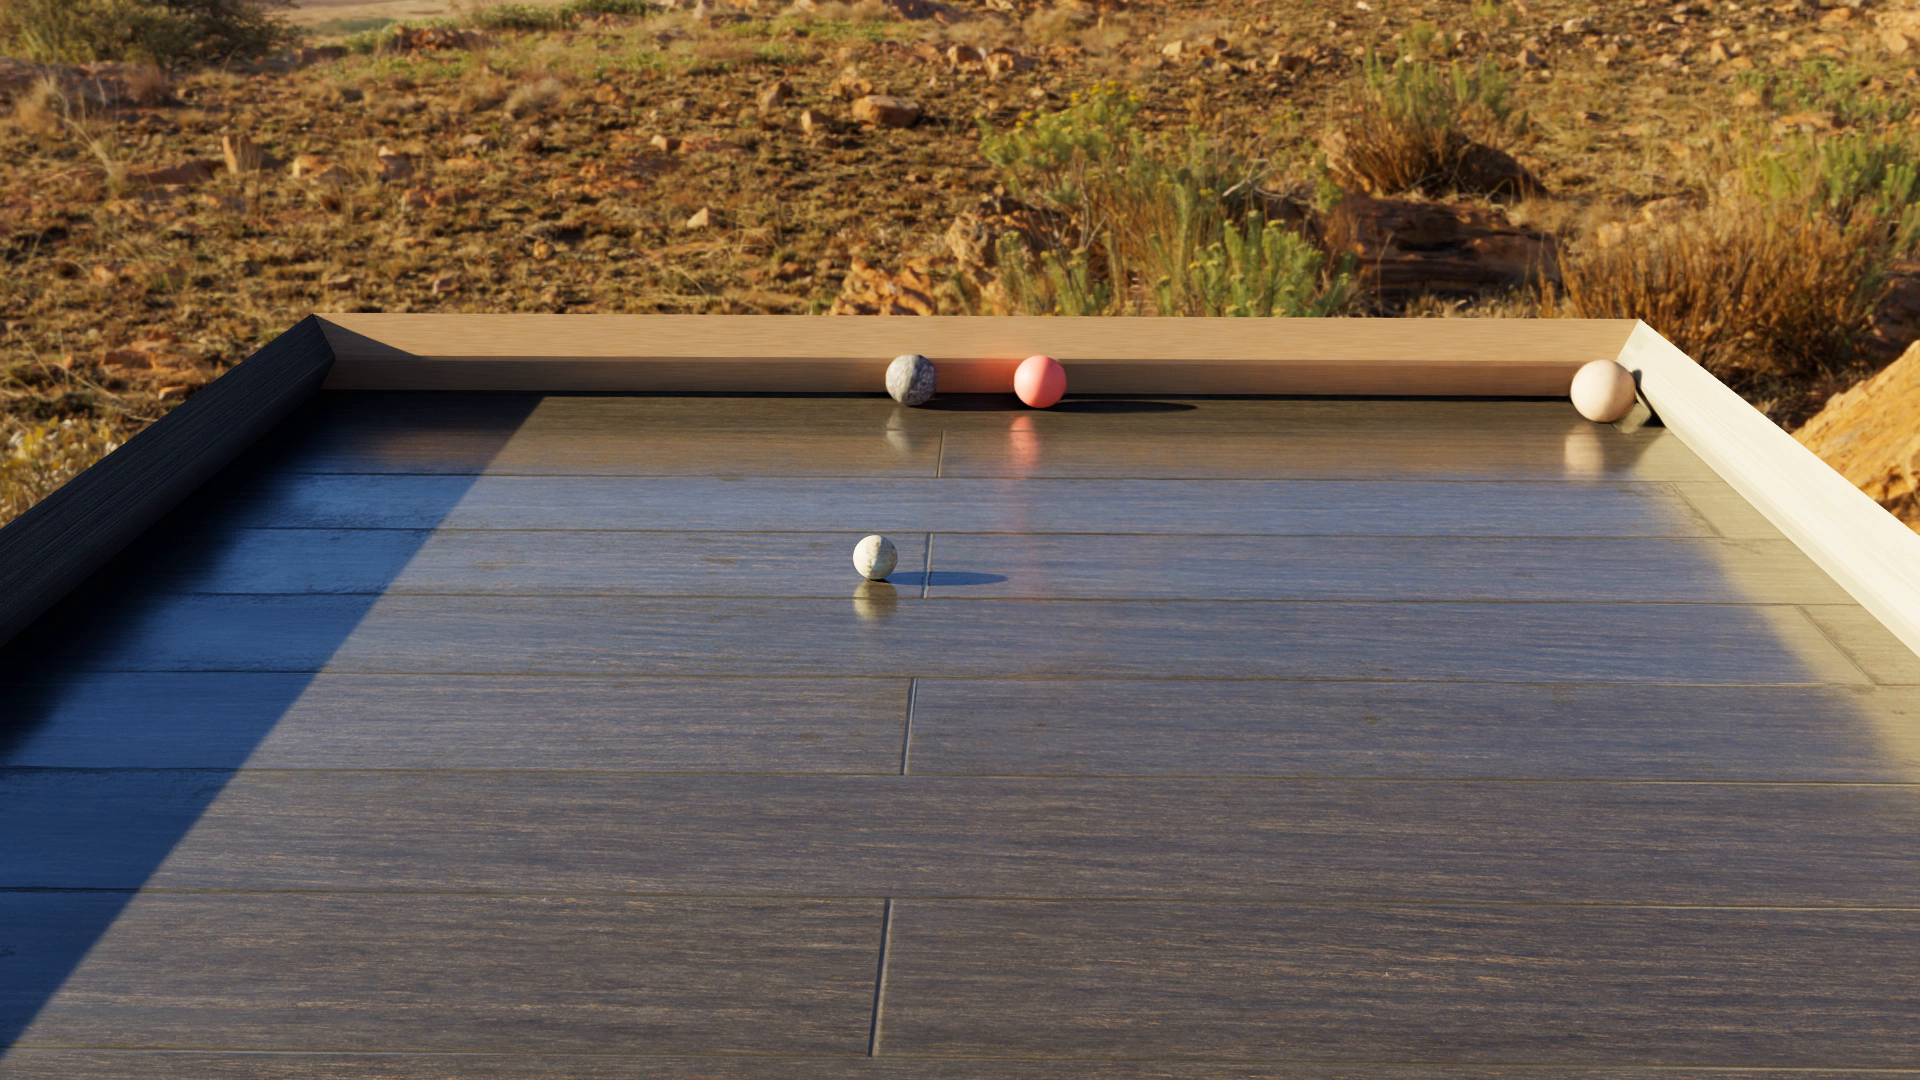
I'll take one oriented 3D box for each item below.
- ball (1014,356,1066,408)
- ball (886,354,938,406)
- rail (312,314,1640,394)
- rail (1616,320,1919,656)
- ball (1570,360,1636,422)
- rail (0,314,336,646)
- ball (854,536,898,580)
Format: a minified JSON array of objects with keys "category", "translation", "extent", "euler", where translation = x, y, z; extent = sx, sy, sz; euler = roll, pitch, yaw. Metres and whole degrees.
[{"category":"ball","translation":[0.123,-0.243,3.375],"extent":[0.081,0.081,0.081],"euler":[0,18,0]},{"category":"ball","translation":[-0.075,-0.247,3.390],"extent":[0.079,0.079,0.079],"euler":[0,18,0]},{"category":"rail","translation":[0.018,-0.285,3.437],"extent":[2.080,0.121,0.045],"euler":[0,18,1]},{"category":"rail","translation":[0.997,0.249,1.782],"extent":[0.045,0.121,3.482],"euler":[0,18,1]},{"category":"ball","translation":[0.964,-0.224,3.295],"extent":[0.093,0.093,0.093],"euler":[0,18,0]},{"category":"rail","translation":[-1.035,0.236,1.824],"extent":[0.045,0.121,3.482],"euler":[0,18,1]},{"category":"ball","translation":[-0.100,0.021,2.605],"extent":[0.053,0.053,0.053],"euler":[0,18,0]}]
